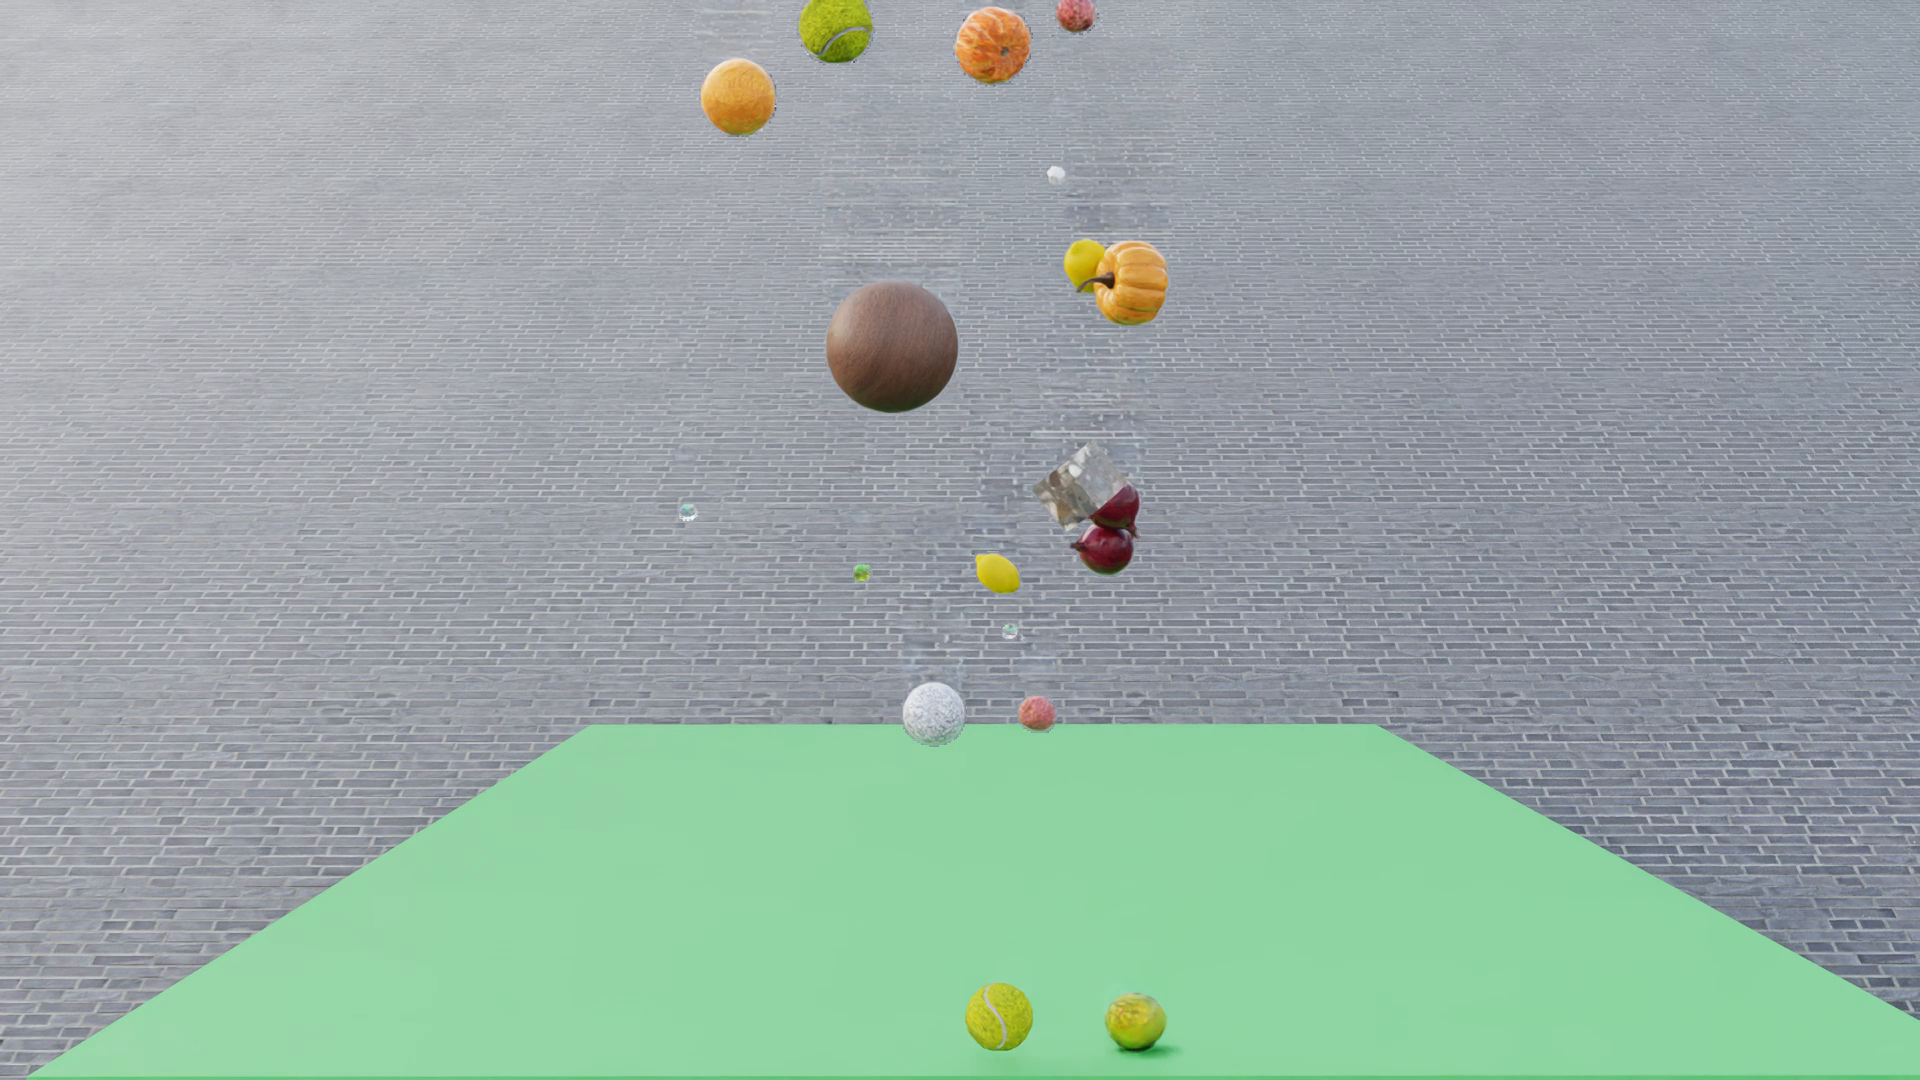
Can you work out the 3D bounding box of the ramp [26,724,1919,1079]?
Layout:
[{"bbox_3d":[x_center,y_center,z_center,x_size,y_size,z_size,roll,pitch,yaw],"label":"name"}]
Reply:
[{"bbox_3d":[0.061,0.554,4.591,2.000,0.100,4.000,0,1,0],"label":"ramp"}]

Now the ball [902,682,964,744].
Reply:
[{"bbox_3d":[-0.028,0.185,2.767,0.066,0.066,0.066,0,27,0],"label":"ball"}]

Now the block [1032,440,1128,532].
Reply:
[{"bbox_3d":[0.115,-0.052,2.486,0.054,0.054,0.054,-40,2,-43],"label":"block"}]
